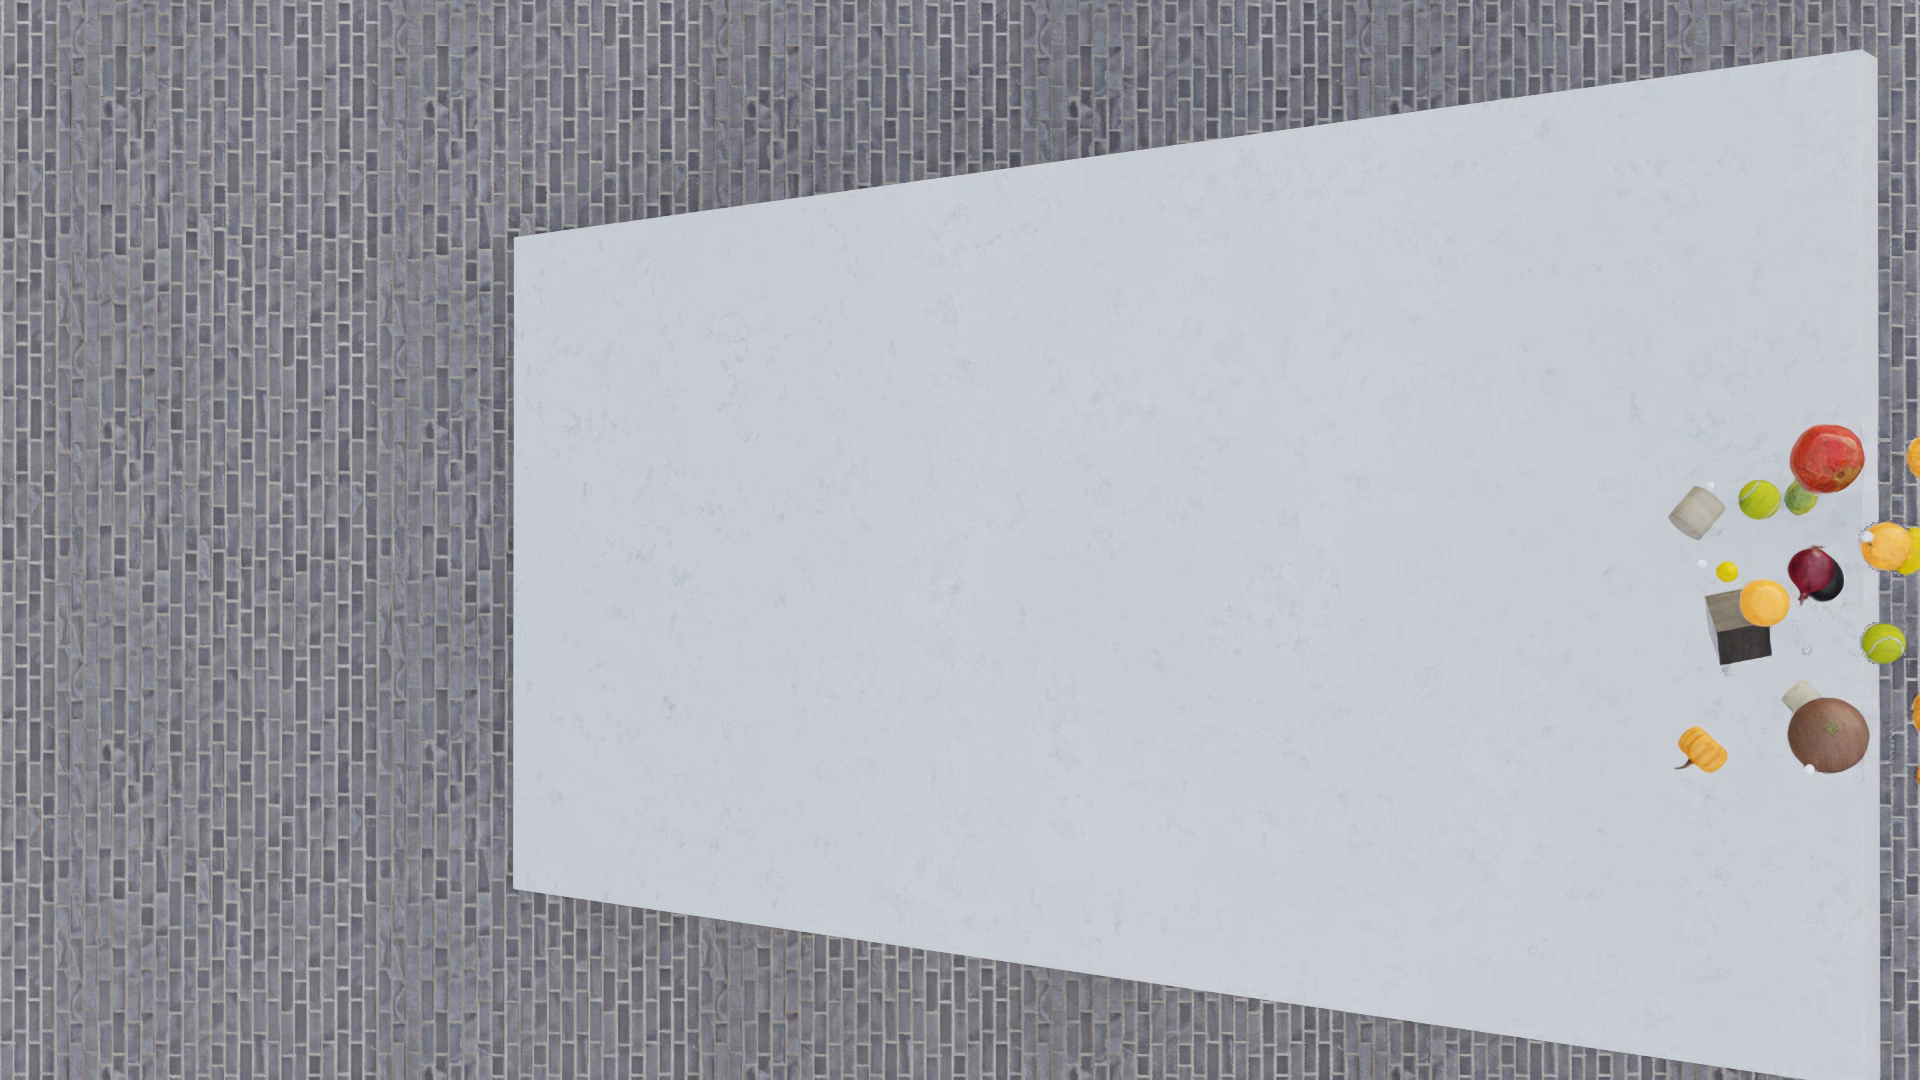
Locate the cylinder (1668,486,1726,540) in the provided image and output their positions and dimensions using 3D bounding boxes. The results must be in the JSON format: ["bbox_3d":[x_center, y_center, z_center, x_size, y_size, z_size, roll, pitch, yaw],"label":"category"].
[{"bbox_3d":[1.405,-0.051,4.192,0.074,0.074,0.074,41,87,0],"label":"cylinder"}]

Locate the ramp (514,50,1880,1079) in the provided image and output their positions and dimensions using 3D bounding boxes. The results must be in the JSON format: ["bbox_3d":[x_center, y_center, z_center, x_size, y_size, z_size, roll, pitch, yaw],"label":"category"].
[{"bbox_3d":[0.216,0.062,5.531,4.000,0.100,2.000,0,90,39],"label":"ramp"}]

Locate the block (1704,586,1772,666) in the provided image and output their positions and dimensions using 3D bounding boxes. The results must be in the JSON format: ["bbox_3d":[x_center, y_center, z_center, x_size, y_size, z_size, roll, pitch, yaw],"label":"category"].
[{"bbox_3d":[1.253,0.138,3.541,0.081,0.081,0.081,-12,132,12],"label":"block"}]
